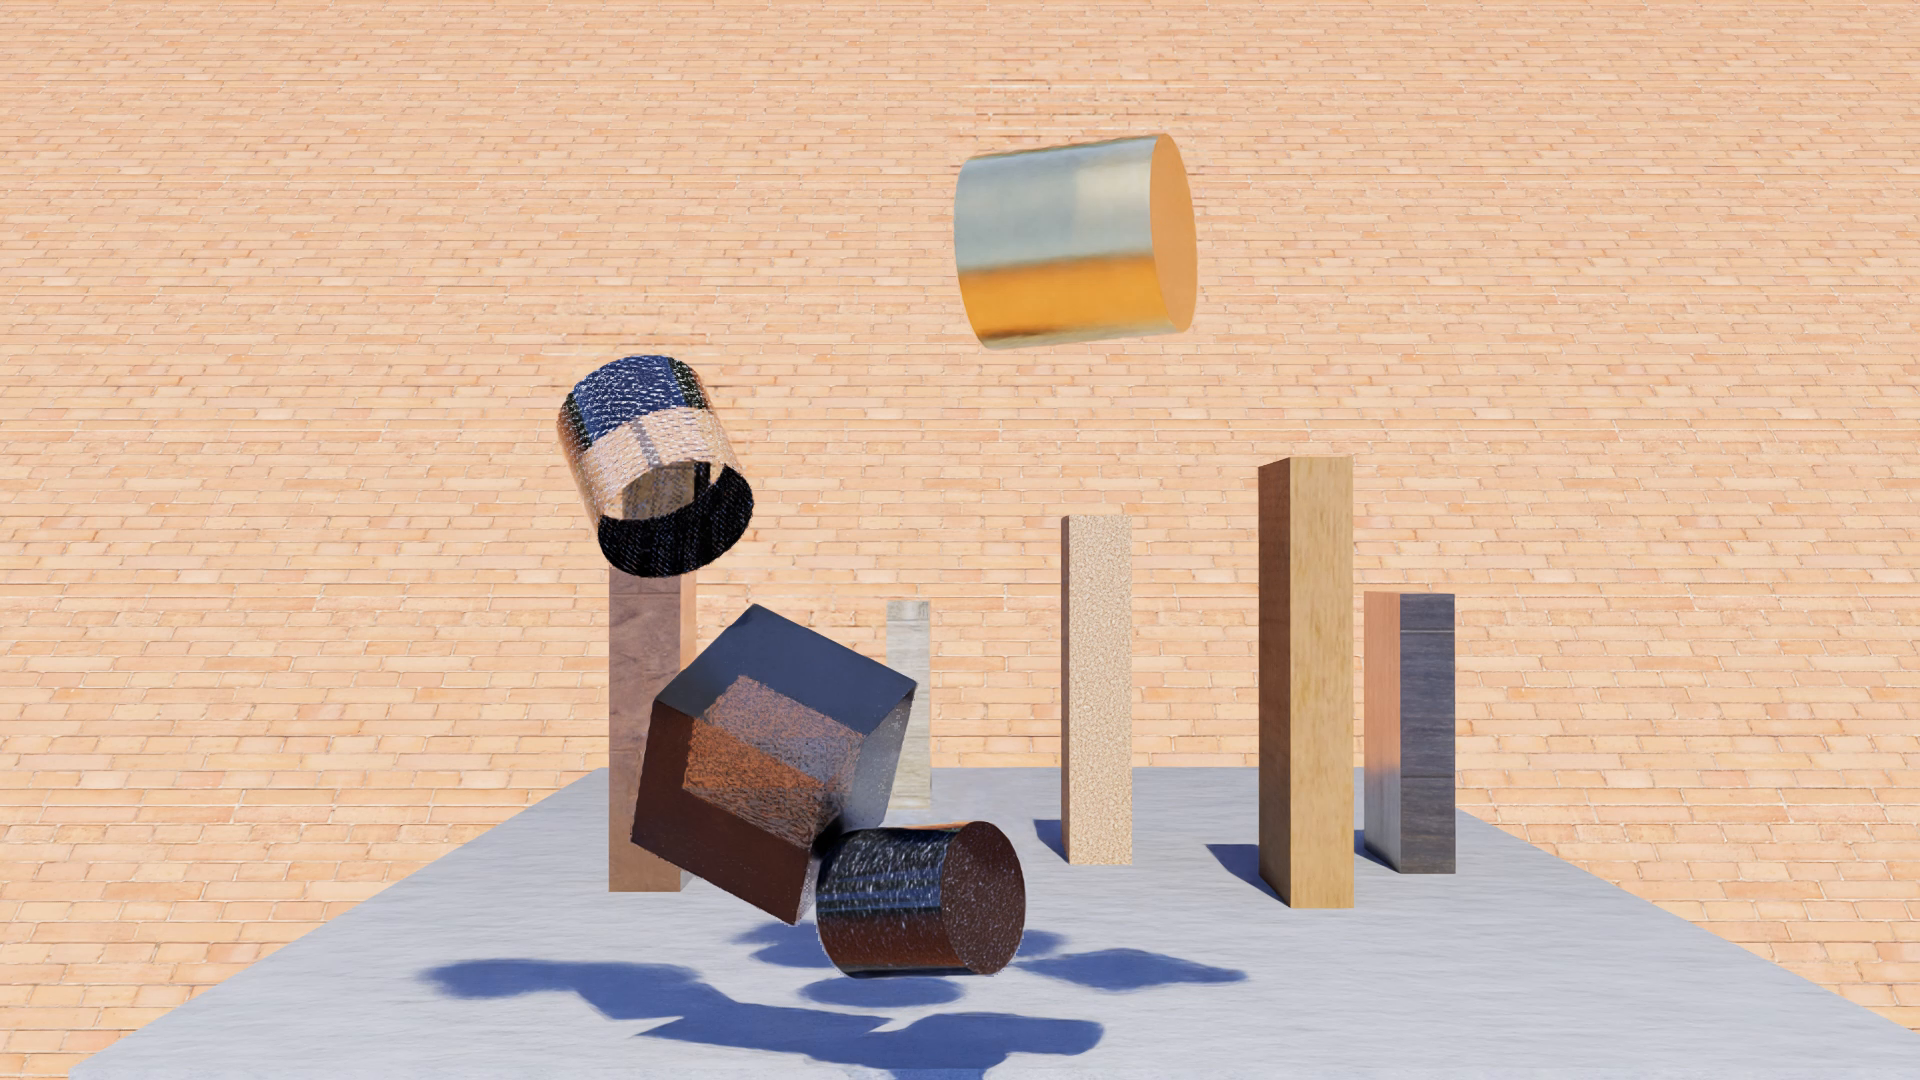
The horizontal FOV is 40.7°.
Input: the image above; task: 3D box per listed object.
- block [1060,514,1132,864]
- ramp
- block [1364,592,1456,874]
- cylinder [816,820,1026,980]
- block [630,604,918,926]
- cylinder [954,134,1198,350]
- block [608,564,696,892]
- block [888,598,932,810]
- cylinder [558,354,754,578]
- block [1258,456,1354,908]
[{"bbox_3d":[0.246,0.263,4.712,0.109,0.611,0.372,0,-1,0],"label":"block"},{"bbox_3d":[0.070,0.619,4.699,2.000,0.100,4.000,0,-1,0],"label":"ramp"},{"bbox_3d":[0.793,0.330,4.586,0.093,0.475,0.393,0,-1,0],"label":"block"},{"bbox_3d":[-0.040,0.371,2.661,0.155,0.155,0.155,-8,23,34],"label":"cylinder"},{"bbox_3d":[-0.196,0.233,2.722,0.201,0.201,0.201,25,37,15],"label":"block"},{"bbox_3d":[0.107,-0.268,2.338,0.178,0.178,0.178,-4,29,18],"label":"cylinder"},{"bbox_3d":[-0.505,0.179,4.282,0.115,0.772,0.258,0,-1,0],"label":"block"},{"bbox_3d":[-0.111,0.356,5.772,0.090,0.445,0.442,0,-1,0],"label":"block"},{"bbox_3d":[-0.317,-0.077,2.687,0.164,0.164,0.164,-12,48,-18],"label":"cylinder"},{"bbox_3d":[0.552,0.219,4.164,0.096,0.689,0.423,0,-1,0],"label":"block"}]
